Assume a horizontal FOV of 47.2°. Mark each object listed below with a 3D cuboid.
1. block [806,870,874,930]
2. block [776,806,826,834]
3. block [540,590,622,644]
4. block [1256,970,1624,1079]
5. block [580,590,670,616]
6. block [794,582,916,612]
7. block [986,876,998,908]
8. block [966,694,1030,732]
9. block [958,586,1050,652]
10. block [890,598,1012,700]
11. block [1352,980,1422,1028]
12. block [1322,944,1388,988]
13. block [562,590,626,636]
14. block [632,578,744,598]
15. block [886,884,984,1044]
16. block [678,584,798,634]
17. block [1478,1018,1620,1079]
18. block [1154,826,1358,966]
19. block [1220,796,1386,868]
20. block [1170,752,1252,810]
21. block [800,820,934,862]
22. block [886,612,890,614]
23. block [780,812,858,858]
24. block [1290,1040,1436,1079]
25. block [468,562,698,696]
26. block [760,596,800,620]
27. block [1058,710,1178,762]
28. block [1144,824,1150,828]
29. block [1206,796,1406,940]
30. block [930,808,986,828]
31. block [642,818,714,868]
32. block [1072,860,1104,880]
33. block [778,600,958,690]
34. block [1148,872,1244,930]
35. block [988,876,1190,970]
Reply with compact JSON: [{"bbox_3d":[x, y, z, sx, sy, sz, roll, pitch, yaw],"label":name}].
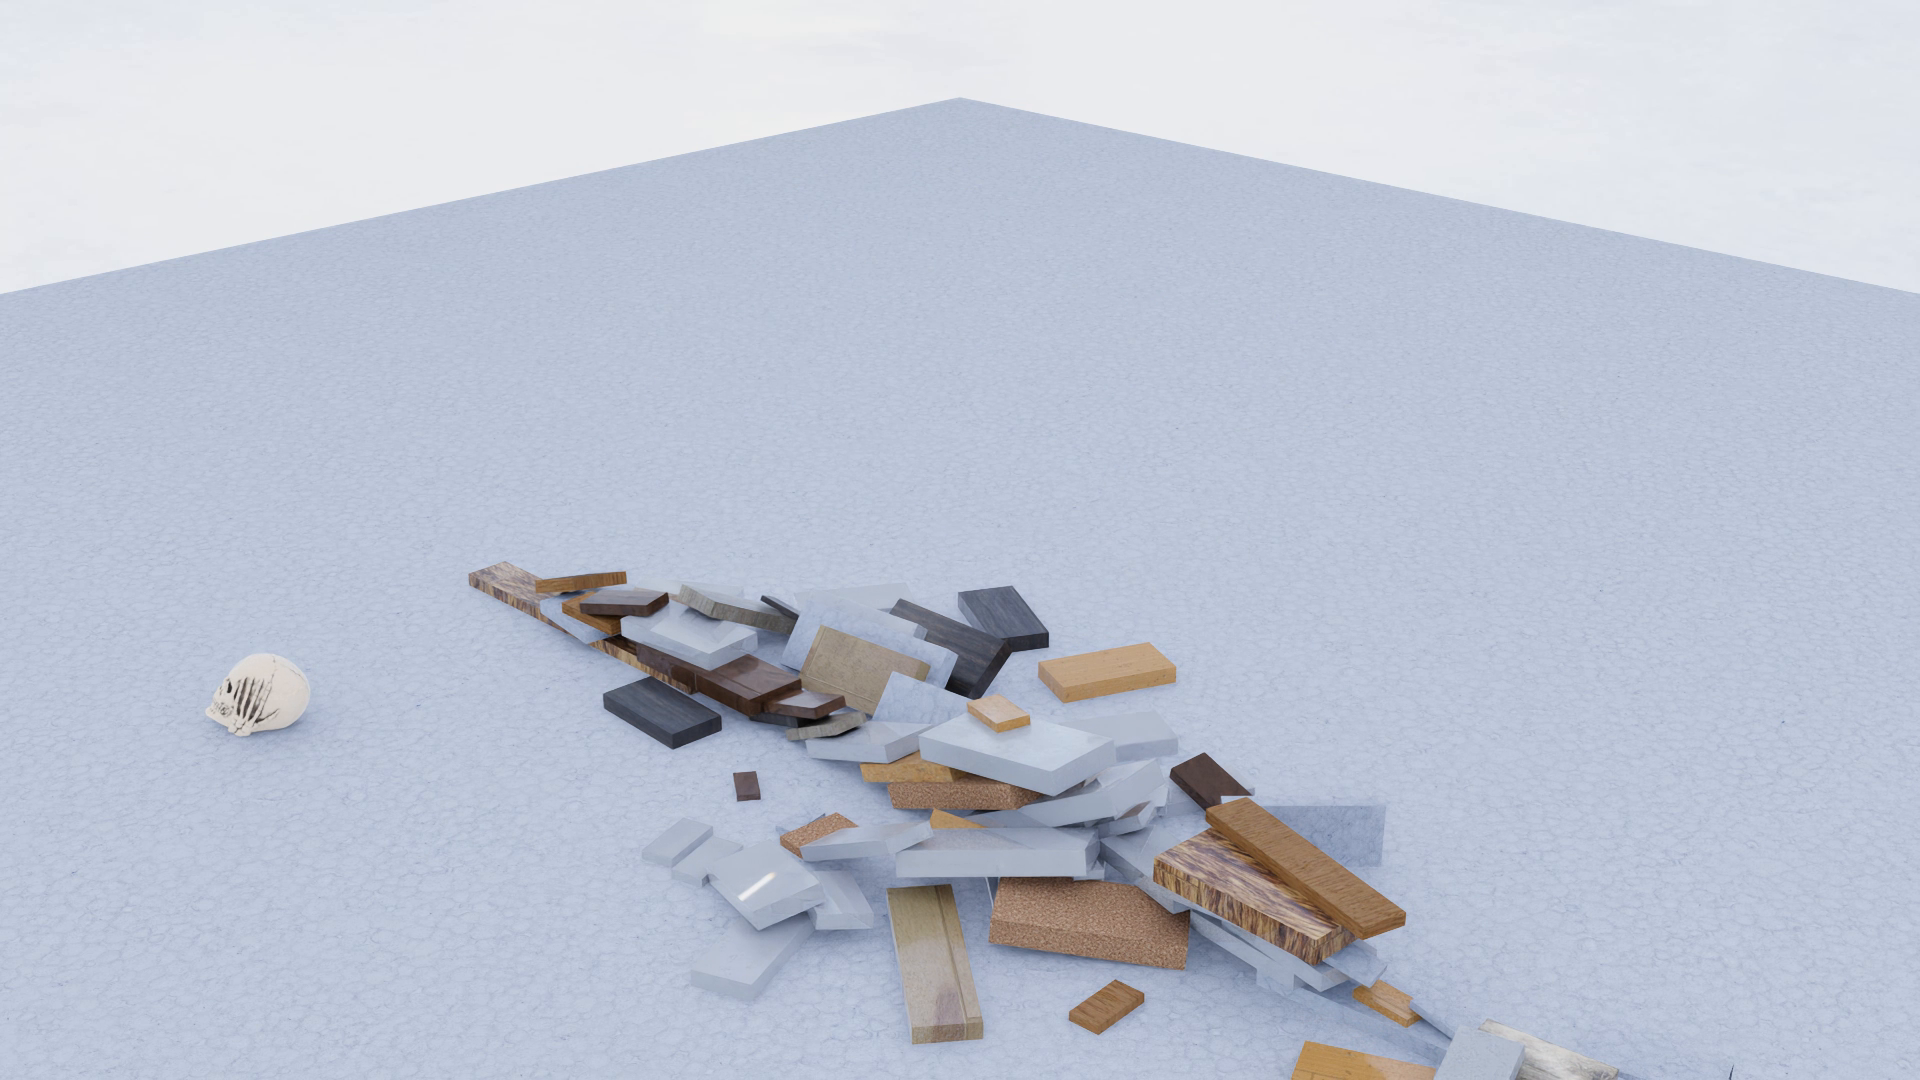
[{"bbox_3d":[-0.236,0.668,4.088,0.105,0.030,0.211,2,13,-16],"label":"block"},{"bbox_3d":[-0.319,0.565,4.411,0.049,0.014,0.097,16,28,33],"label":"block"},{"bbox_3d":[-0.893,0.181,5.215,0.110,0.031,0.220,-17,28,-35],"label":"block"},{"bbox_3d":[0.816,0.839,3.742,0.660,0.033,0.115,18,29,36],"label":"block"},{"bbox_3d":[-0.781,0.146,5.114,0.185,0.026,0.093,1,19,26],"label":"block"},{"bbox_3d":[-0.255,0.161,5.330,0.280,0.040,0.140,-5,24,-12],"label":"block"},{"bbox_3d":[0.087,0.662,4.176,0.065,0.018,0.130,-3,23,-6],"label":"block"},{"bbox_3d":[0.077,0.346,4.401,0.073,0.021,0.146,-13,18,-21],"label":"block"},{"bbox_3d":[0.102,0.190,5.263,0.140,0.040,0.280,-7,24,-15],"label":"block"},{"bbox_3d":[-0.054,0.254,4.983,0.319,0.045,0.160,21,66,36],"label":"block"},{"bbox_3d":[0.741,0.795,3.782,0.059,0.017,0.117,-19,29,-37],"label":"block"},{"bbox_3d":[0.667,0.718,3.771,0.117,0.017,0.059,28,38,27],"label":"block"},{"bbox_3d":[-0.841,0.171,5.164,0.185,0.026,0.093,20,30,39],"label":"block"},{"bbox_3d":[-0.673,0.145,5.371,0.261,0.037,0.131,5,24,12],"label":"block"},{"bbox_3d":[-0.049,0.753,3.942,0.122,0.035,0.443,-3,23,-7],"label":"block"},{"bbox_3d":[-0.505,0.167,5.148,0.301,0.037,0.131,16,6,-46],"label":"block"},{"bbox_3d":[0.944,0.864,3.598,0.230,0.033,0.115,17,28,34],"label":"block"},{"bbox_3d":[0.538,0.620,3.883,0.178,0.050,0.368,-20,30,-39],"label":"block"},{"bbox_3d":[0.660,0.564,4.256,0.313,0.136,0.039,0,23,0],"label":"block"},{"bbox_3d":[0.520,0.510,4.452,0.092,0.026,0.184,-21,46,-31],"label":"block"},{"bbox_3d":[-0.181,0.575,4.195,0.105,0.030,0.301,-19,3,-37],"label":"block"},{"bbox_3d":[-0.129,0.235,5.164,0.122,0.035,0.245,-14,27,-29],"label":"block"},{"bbox_3d":[-0.278,0.585,4.356,0.142,0.020,0.071,-19,29,-37],"label":"block"},{"bbox_3d":[0.664,0.891,3.622,0.219,0.031,0.109,8,24,19],"label":"block"},{"bbox_3d":[-0.877,0.201,5.247,0.867,0.031,0.110,21,31,40],"label":"block"},{"bbox_3d":[-0.334,0.204,5.174,0.334,0.014,0.049,27,7,31],"label":"block"},{"bbox_3d":[0.314,0.427,4.704,0.273,0.039,0.136,-6,23,-15],"label":"block"},{"bbox_3d":[0.349,0.577,4.379,0.058,0.016,0.116,-3,23,-7],"label":"block"},{"bbox_3d":[0.604,0.575,3.892,0.092,0.026,0.456,-12,26,-27],"label":"block"},{"bbox_3d":[0.001,0.582,4.298,0.146,0.073,0.021,16,-8,32],"label":"block"},{"bbox_3d":[-0.556,0.596,4.331,0.071,0.020,0.142,12,26,26],"label":"block"},{"bbox_3d":[0.231,0.614,4.138,0.058,0.016,0.116,-3,9,-8],"label":"block"},{"bbox_3d":[-0.209,0.267,4.934,0.420,0.160,0.045,18,-10,35],"label":"block"},{"bbox_3d":[0.489,0.640,3.940,0.290,0.031,0.109,18,29,36],"label":"block"},{"bbox_3d":[0.241,0.692,4.028,0.355,0.050,0.178,7,24,6],"label":"block"}]
